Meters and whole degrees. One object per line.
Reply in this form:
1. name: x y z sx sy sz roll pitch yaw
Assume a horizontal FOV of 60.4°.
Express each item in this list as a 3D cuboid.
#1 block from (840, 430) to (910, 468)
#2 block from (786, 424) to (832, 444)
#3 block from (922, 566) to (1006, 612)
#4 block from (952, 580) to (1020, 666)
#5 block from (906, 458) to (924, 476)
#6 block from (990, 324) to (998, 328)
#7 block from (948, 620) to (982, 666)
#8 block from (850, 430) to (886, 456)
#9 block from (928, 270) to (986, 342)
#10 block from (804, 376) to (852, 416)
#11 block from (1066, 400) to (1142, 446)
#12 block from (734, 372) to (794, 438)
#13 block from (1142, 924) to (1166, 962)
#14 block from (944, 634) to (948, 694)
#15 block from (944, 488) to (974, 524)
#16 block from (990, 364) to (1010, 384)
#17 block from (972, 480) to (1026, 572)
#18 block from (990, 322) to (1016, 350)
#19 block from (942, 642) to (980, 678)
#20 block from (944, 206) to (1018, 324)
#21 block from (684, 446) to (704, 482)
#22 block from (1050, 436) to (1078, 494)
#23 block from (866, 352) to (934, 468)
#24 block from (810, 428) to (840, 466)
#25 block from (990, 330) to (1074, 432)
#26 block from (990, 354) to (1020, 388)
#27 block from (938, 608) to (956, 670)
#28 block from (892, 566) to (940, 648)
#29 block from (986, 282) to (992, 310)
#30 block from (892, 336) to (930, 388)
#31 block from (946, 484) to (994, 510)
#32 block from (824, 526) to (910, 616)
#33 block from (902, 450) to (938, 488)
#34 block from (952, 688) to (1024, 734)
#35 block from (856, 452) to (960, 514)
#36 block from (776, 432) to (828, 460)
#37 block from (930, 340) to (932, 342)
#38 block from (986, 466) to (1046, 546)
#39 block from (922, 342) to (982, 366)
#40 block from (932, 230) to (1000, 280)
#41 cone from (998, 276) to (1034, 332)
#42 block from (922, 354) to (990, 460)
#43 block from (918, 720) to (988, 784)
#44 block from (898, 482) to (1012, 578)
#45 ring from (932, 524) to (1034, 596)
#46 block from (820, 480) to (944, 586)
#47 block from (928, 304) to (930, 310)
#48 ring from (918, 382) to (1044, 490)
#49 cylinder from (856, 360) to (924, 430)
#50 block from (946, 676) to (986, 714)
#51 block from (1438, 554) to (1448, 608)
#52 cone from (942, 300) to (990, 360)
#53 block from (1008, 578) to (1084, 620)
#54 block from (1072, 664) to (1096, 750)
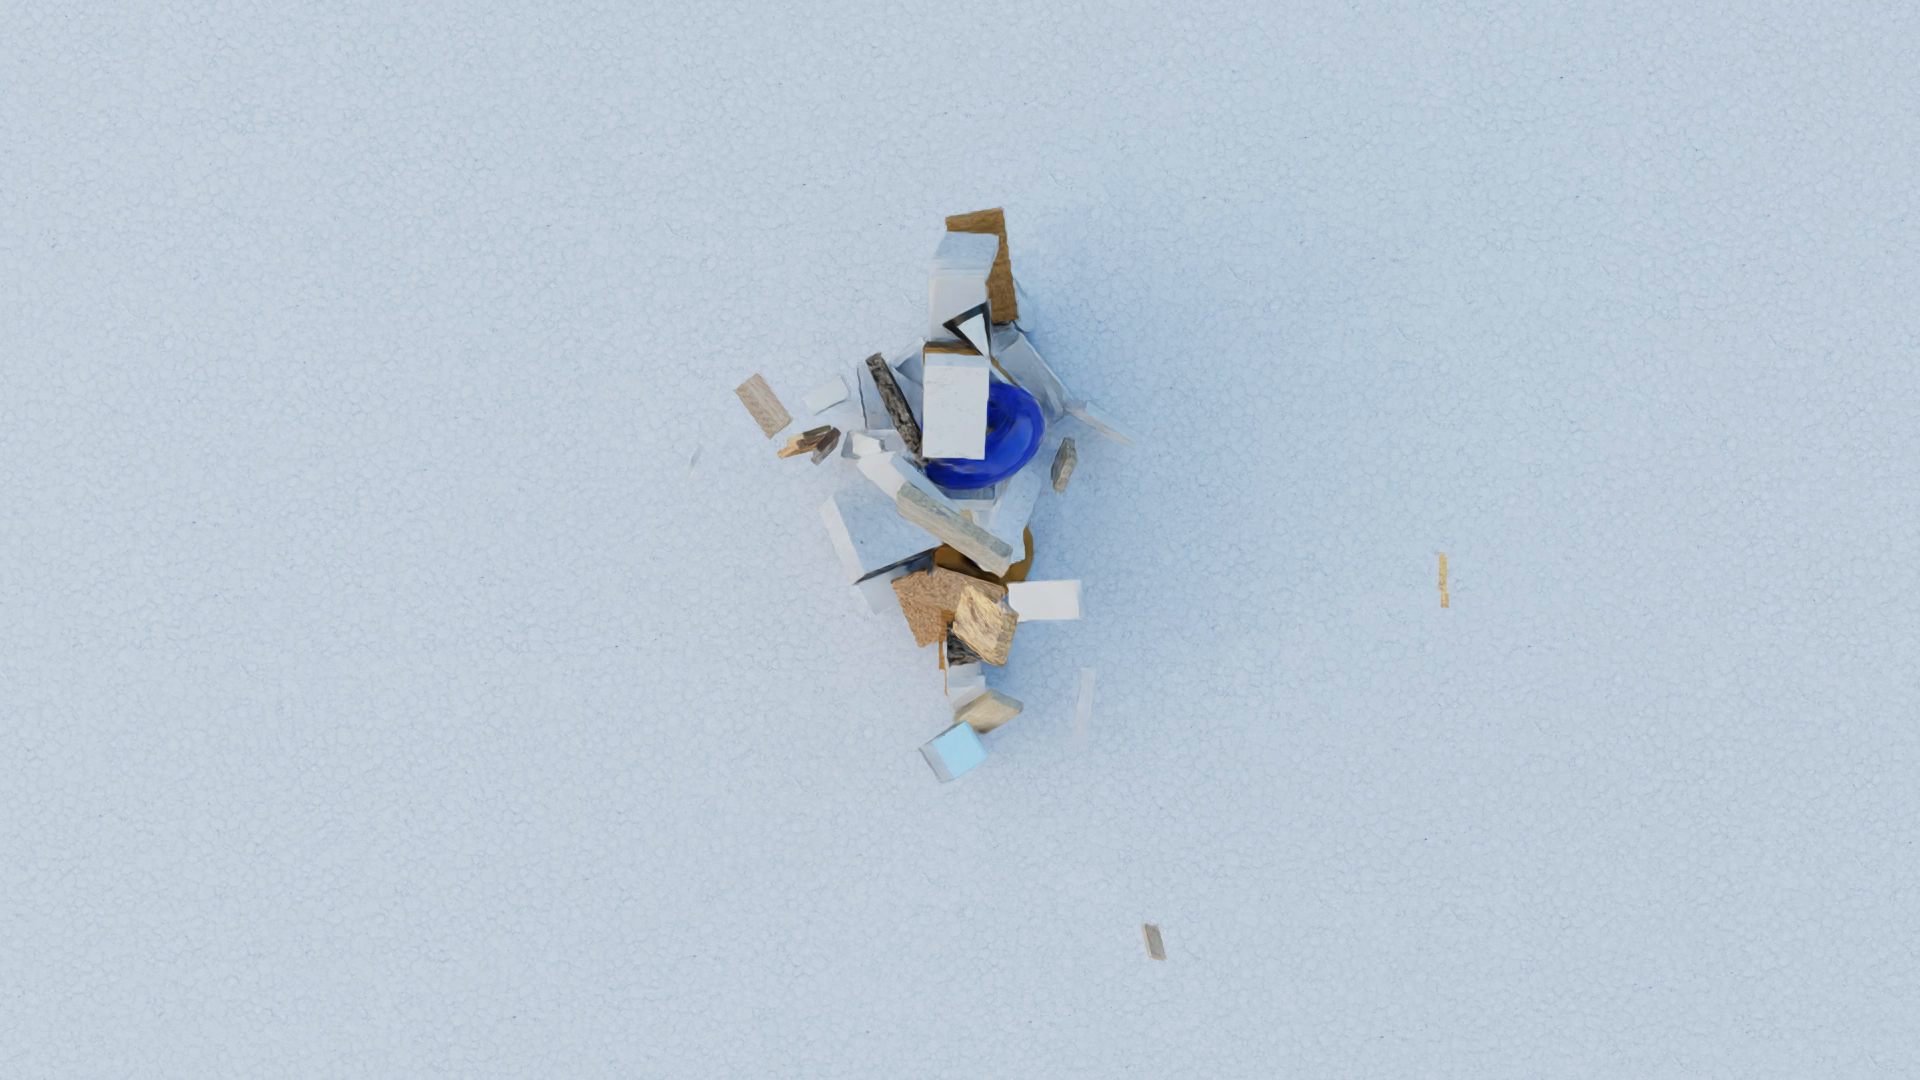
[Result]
1. block: -0.241 -0.290 5.223 0.260 0.037 0.130 1 49 16
2. block: -0.473 -0.330 5.152 0.069 0.151 0.020 -17 95 32
3. block: 0.014 0.178 5.360 0.245 0.035 0.122 17 81 5
4. block: 0.067 0.226 4.509 0.043 0.301 0.150 11 100 -24
5. block: -0.123 -0.183 4.985 0.020 0.140 0.070 -40 50 -7
6. block: 0.044 -0.623 5.368 0.176 0.050 0.353 -13 130 0
7. block: 0.015 0.325 5.307 0.107 0.214 0.030 -10 120 6
8. block: -0.273 -0.281 4.941 0.020 0.140 0.070 -24 119 -34
9. block: -0.004 -0.637 4.822 0.162 0.046 0.323 1 129 4
10. block: -0.417 -0.454 5.191 0.139 0.020 0.069 -27 84 16
11. block: 0.468 -0.383 5.378 0.236 0.118 0.033 30 82 -27
12. block: -0.565 -0.387 4.750 0.087 0.025 0.175 -37 77 1
13. block: 0.473 0.982 4.029 0.046 0.092 0.013 20 124 -23
14. block: 0.003 0.411 5.440 0.107 0.030 0.214 2 116 0
15. block: 0.040 -0.131 5.291 0.150 0.042 0.300 -23 112 -22
16. block: 0.119 -0.451 5.283 0.130 0.037 0.260 -30 126 26
17. block: 0.115 -0.080 5.292 0.150 0.042 0.335 -18 109 -26
18. block: 0.121 -0.536 5.379 0.169 0.048 0.338 -13 127 -1
19. block: 0.010 0.424 5.393 0.107 0.030 0.214 -5 124 4
20. block: 0.068 -0.849 5.161 0.176 0.050 0.353 -11 116 -3
21. block: -0.869 -0.248 5.374 0.020 0.139 0.069 22 116 -8
22. block: 0.333 -0.242 5.285 0.033 0.236 0.118 21 108 -6
23. block: -0.182 -0.390 4.903 0.050 0.427 0.175 -28 125 3
24. block: -0.410 -0.283 5.028 0.025 0.175 0.087 45 75 2
25. block: 0.221 -0.507 5.358 0.169 0.048 0.338 -33 125 14
26. block: 0.069 -0.526 5.263 0.128 0.036 0.273 -27 127 24
27. block: -0.005 0.311 5.438 0.122 0.035 0.245 3 112 0
28. block: -0.125 0.224 5.448 0.122 0.035 0.245 -22 107 0
29. block: 0.004 -0.728 4.988 0.162 0.323 0.046 7 83 4
30. block: -0.077 -0.525 5.111 0.128 0.256 0.036 -37 49 23
31. block: 0.031 -0.220 5.153 0.150 0.042 0.300 2 47 -1
32. block: -0.291 0.062 5.476 0.169 0.048 0.338 -30 90 0
33. block: -0.124 -0.212 5.015 0.020 0.070 0.140 -44 134 -10
34. block: 0.091 0.561 5.375 0.122 0.245 0.035 26 56 -19
35. block: -0.153 -0.154 4.919 0.301 0.150 0.043 41 61 -33
36. block: -0.482 -0.292 5.115 0.087 0.175 0.025 -27 87 34
37. block: 0.006 -0.758 5.340 0.176 0.050 0.353 6 128 -1
38. block: 0.177 -0.115 5.275 0.118 0.033 0.236 24 88 -33
39. block: -0.010 -0.525 4.661 0.175 0.350 0.050 3 100 1
40. block: 0.020 -0.853 4.927 0.162 0.323 0.046 5 116 5
41. cone: 0.101 -0.741 5.452 0.212 0.212 0.212 -23 90 27
42. block: -0.013 -0.366 4.559 0.175 0.350 0.050 2 49 -1
43. block: -0.023 0.696 5.406 0.140 0.140 0.140 -31 90 -25
44. block: -0.018 -0.029 4.850 0.374 0.150 0.043 32 70 10
45. ring: 0.076 0.033 5.443 0.337 0.112 0.337 0 87 -3
46. block: -0.257 -0.044 5.296 0.273 0.273 0.273 -22 86 -16
47. block: -0.013 -0.676 5.035 0.128 0.256 0.036 7 79 9
48. ring: 0.057 -0.320 5.059 0.420 0.420 0.140 -26 129 0
49. cylinder: -0.184 -0.460 5.368 0.263 0.263 0.263 -9 90 0
50. block: 0.023 0.503 5.362 0.122 0.245 0.035 -3 65 0
51. block: 0.898 0.077 3.065 0.013 0.046 0.092 -3 75 15
52. cone: 0.049 -0.546 4.432 0.147 0.147 0.147 -27 96 0
53. block: 0.273 0.192 5.273 0.245 0.035 0.122 -4 94 30
54. block: 0.403 0.547 5.367 0.046 0.013 0.371 -5 129 -10
